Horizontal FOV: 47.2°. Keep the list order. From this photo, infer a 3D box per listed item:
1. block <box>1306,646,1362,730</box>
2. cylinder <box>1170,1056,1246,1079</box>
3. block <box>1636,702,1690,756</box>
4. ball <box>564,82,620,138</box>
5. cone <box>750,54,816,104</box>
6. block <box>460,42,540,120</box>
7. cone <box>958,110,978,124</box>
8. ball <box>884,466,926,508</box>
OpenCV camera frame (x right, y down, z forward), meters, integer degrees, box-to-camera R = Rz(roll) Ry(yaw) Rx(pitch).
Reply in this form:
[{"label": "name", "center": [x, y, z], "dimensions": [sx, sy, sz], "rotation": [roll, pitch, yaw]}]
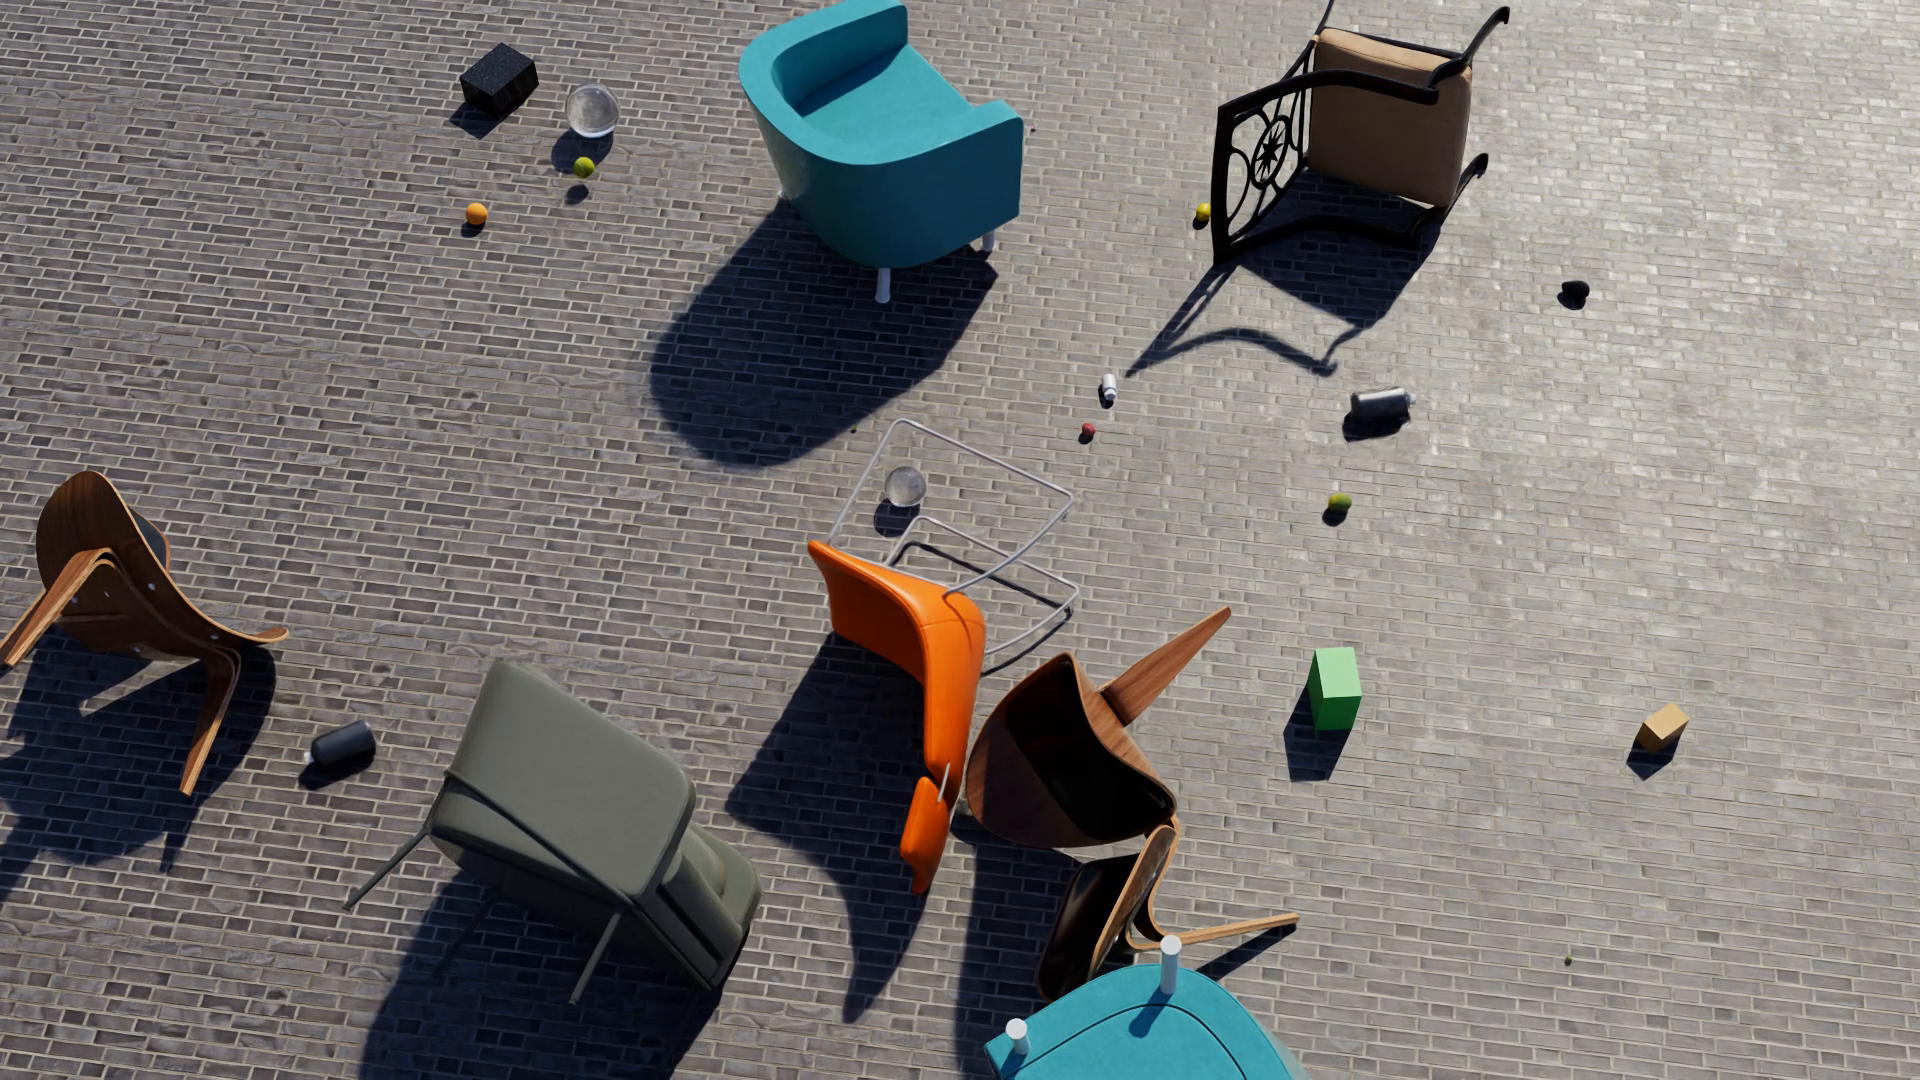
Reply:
[{"label": "block", "center": [1.051, 0.419, 6.180], "dimensions": [0.106, 0.188, 0.158], "rotation": [-3, 56, -2]}, {"label": "cylinder", "center": [0.609, 1.488, 5.459], "dimensions": [0.289, 0.191, 0.308], "rotation": [28, 60, 10]}, {"label": "block", "center": [1.969, 0.529, 6.163], "dimensions": [0.111, 0.094, 0.069], "rotation": [-31, 61, -19]}, {"label": "ball", "center": [-1.242, -1.454, 7.436], "dimensions": [0.188, 0.188, 0.188], "rotation": [0, 56, 0]}, {"label": "cone", "center": [-0.613, -1.620, 7.574], "dimensions": [0.229, 0.143, 0.190], "rotation": [-11, 57, -7]}, {"label": "block", "center": [-1.584, -1.581, 7.568], "dimensions": [0.153, 0.111, 0.209], "rotation": [31, 62, 19]}, {"label": "cone", "center": [0.031, -1.441, 7.523], "dimensions": [0.084, 0.076, 0.047], "rotation": [-14, 98, -35]}, {"label": "ball", "center": [-0.164, -0.159, 6.604], "dimensions": [0.127, 0.127, 0.127], "rotation": [0, 56, 0]}]
